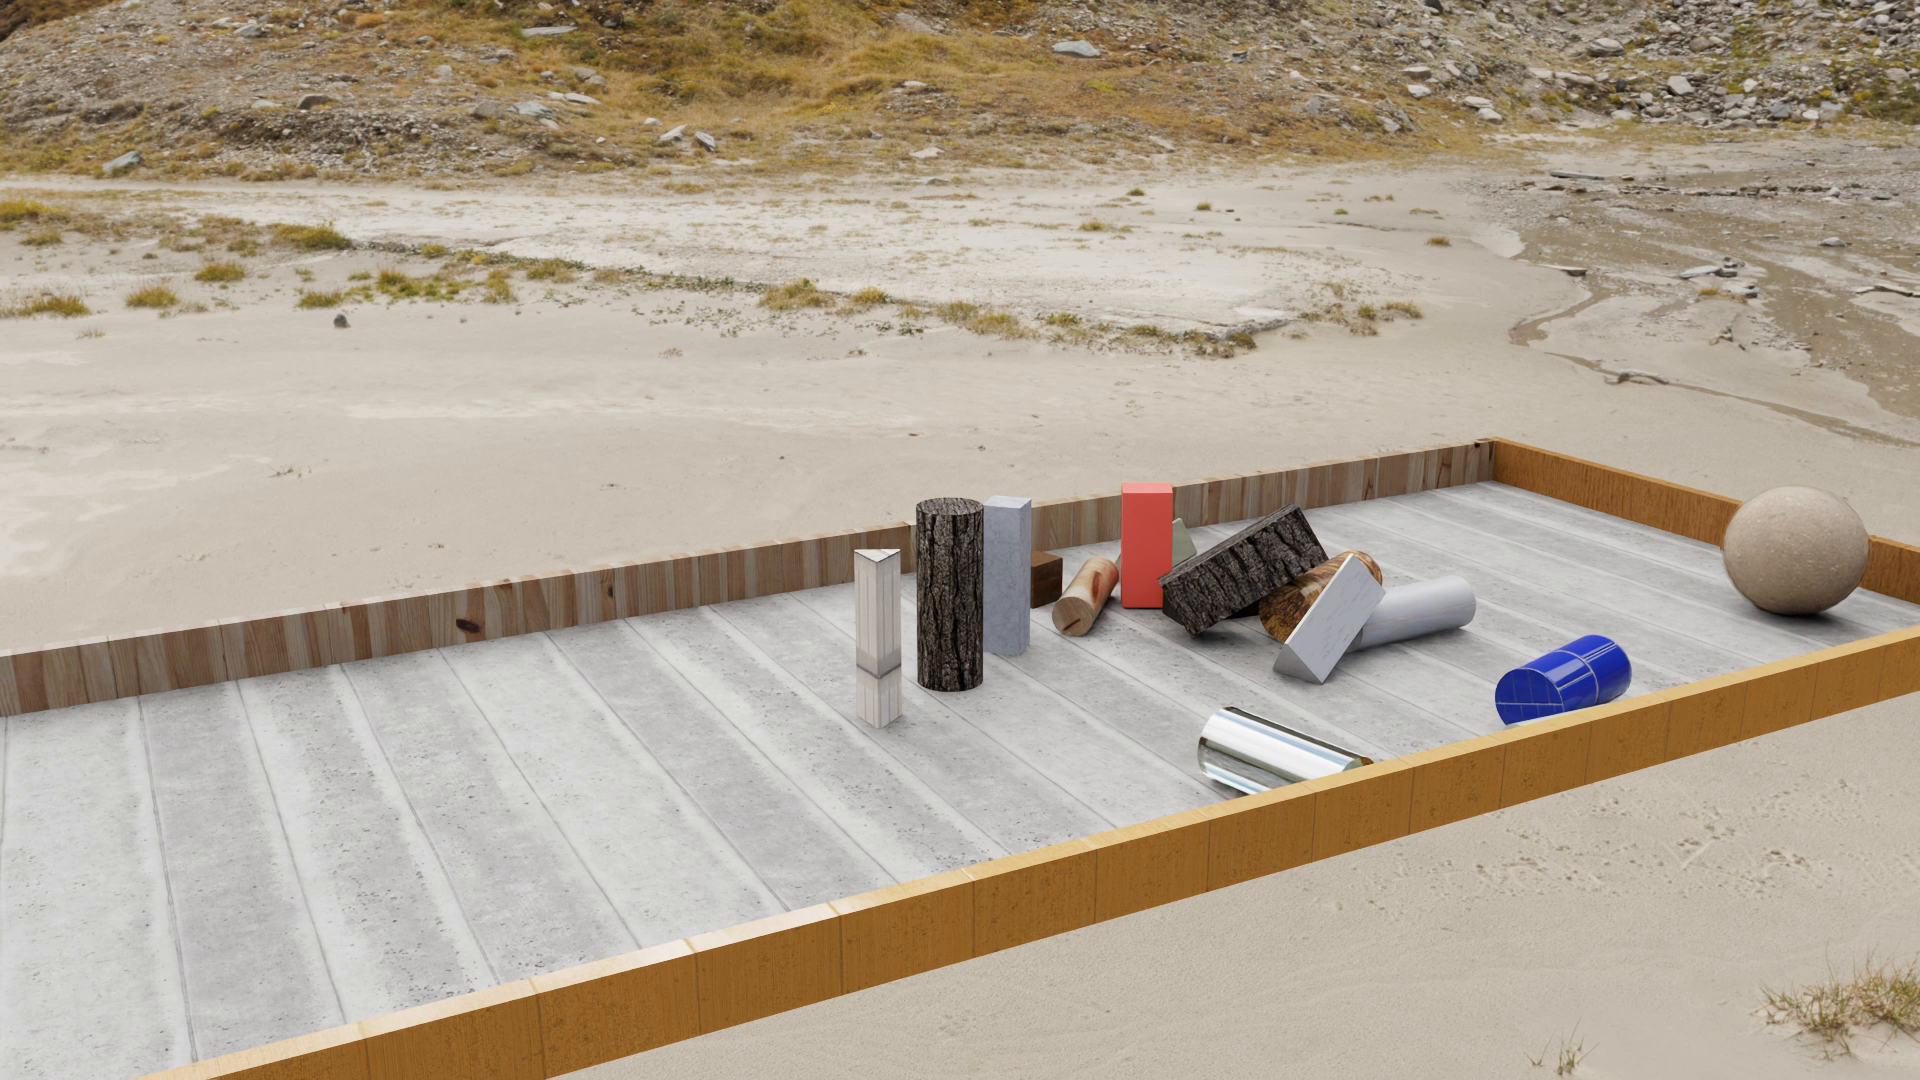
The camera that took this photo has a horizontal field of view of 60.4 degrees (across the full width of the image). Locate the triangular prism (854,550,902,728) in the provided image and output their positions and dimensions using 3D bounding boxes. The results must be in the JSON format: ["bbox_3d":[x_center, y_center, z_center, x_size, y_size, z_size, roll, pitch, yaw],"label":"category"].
[{"bbox_3d":[-0.178,0.225,3.862,0.091,0.409,0.105,-10,19,-31],"label":"triangular prism"}]

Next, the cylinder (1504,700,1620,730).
[{"bbox_3d":[1.403,0.432,3.694,0.402,0.108,0.108,-7,18,-24],"label":"cylinder"}]

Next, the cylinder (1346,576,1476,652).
[{"bbox_3d":[1.184,0.196,4.428,0.408,0.145,0.145,-9,19,-28],"label":"cylinder"}]

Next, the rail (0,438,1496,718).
[{"bbox_3d":[-3.305,0.497,3.399,12.000,0.150,0.050,-9,18,-27],"label":"rail"}]

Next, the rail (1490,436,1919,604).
[{"bbox_3d":[2.466,-0.048,5.253,0.050,0.150,2.100,-9,18,-27],"label":"rail"}]

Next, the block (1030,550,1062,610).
[{"bbox_3d":[0.119,0.087,4.835,0.370,0.126,0.126,15,22,42],"label":"block"}]

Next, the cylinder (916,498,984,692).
[{"bbox_3d":[-0.025,0.135,4.091,0.166,0.454,0.166,0,16,0],"label":"cylinder"}]

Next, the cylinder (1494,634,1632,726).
[{"bbox_3d":[1.425,0.343,3.890,0.337,0.168,0.168,-15,22,-41],"label":"cylinder"}]

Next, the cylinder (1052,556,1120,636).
[{"bbox_3d":[0.355,0.154,4.628,0.114,0.114,0.386,5,17,15],"label":"cylinder"}]

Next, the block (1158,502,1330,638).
[{"bbox_3d":[0.754,0.079,4.422,0.416,0.159,0.159,-30,3,6],"label":"block"}]

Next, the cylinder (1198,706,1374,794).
[{"bbox_3d":[0.681,0.476,3.447,0.163,0.163,0.347,-13,21,-38],"label":"cylinder"}]

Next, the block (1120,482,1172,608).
[{"bbox_3d":[0.531,0.013,4.706,0.138,0.333,0.138,0,14,4],"label":"block"}]

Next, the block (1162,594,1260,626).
[{"bbox_3d":[0.764,0.147,4.650,0.369,0.115,0.115,-6,17,-20],"label":"block"}]

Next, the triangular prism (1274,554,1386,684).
[{"bbox_3d":[0.930,0.190,4.204,0.144,0.125,0.333,16,53,42],"label":"triangular prism"}]

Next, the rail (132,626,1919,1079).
[{"bbox_3d":[-2.336,1.006,1.665,12.000,0.150,0.050,-9,18,-27],"label":"rail"}]

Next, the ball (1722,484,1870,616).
[{"bbox_3d":[2.334,0.028,4.610,0.366,0.366,0.366,0,16,0],"label":"ball"}]

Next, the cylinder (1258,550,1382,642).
[{"bbox_3d":[1.000,0.152,4.555,0.160,0.160,0.414,13,21,38],"label":"cylinder"}]

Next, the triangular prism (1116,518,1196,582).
[{"bbox_3d":[0.592,0.028,5.058,0.123,0.107,0.390,10,19,31],"label":"triangular prism"}]

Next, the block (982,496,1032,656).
[{"bbox_3d":[0.121,0.093,4.328,0.103,0.401,0.103,6,17,18],"label":"block"}]
